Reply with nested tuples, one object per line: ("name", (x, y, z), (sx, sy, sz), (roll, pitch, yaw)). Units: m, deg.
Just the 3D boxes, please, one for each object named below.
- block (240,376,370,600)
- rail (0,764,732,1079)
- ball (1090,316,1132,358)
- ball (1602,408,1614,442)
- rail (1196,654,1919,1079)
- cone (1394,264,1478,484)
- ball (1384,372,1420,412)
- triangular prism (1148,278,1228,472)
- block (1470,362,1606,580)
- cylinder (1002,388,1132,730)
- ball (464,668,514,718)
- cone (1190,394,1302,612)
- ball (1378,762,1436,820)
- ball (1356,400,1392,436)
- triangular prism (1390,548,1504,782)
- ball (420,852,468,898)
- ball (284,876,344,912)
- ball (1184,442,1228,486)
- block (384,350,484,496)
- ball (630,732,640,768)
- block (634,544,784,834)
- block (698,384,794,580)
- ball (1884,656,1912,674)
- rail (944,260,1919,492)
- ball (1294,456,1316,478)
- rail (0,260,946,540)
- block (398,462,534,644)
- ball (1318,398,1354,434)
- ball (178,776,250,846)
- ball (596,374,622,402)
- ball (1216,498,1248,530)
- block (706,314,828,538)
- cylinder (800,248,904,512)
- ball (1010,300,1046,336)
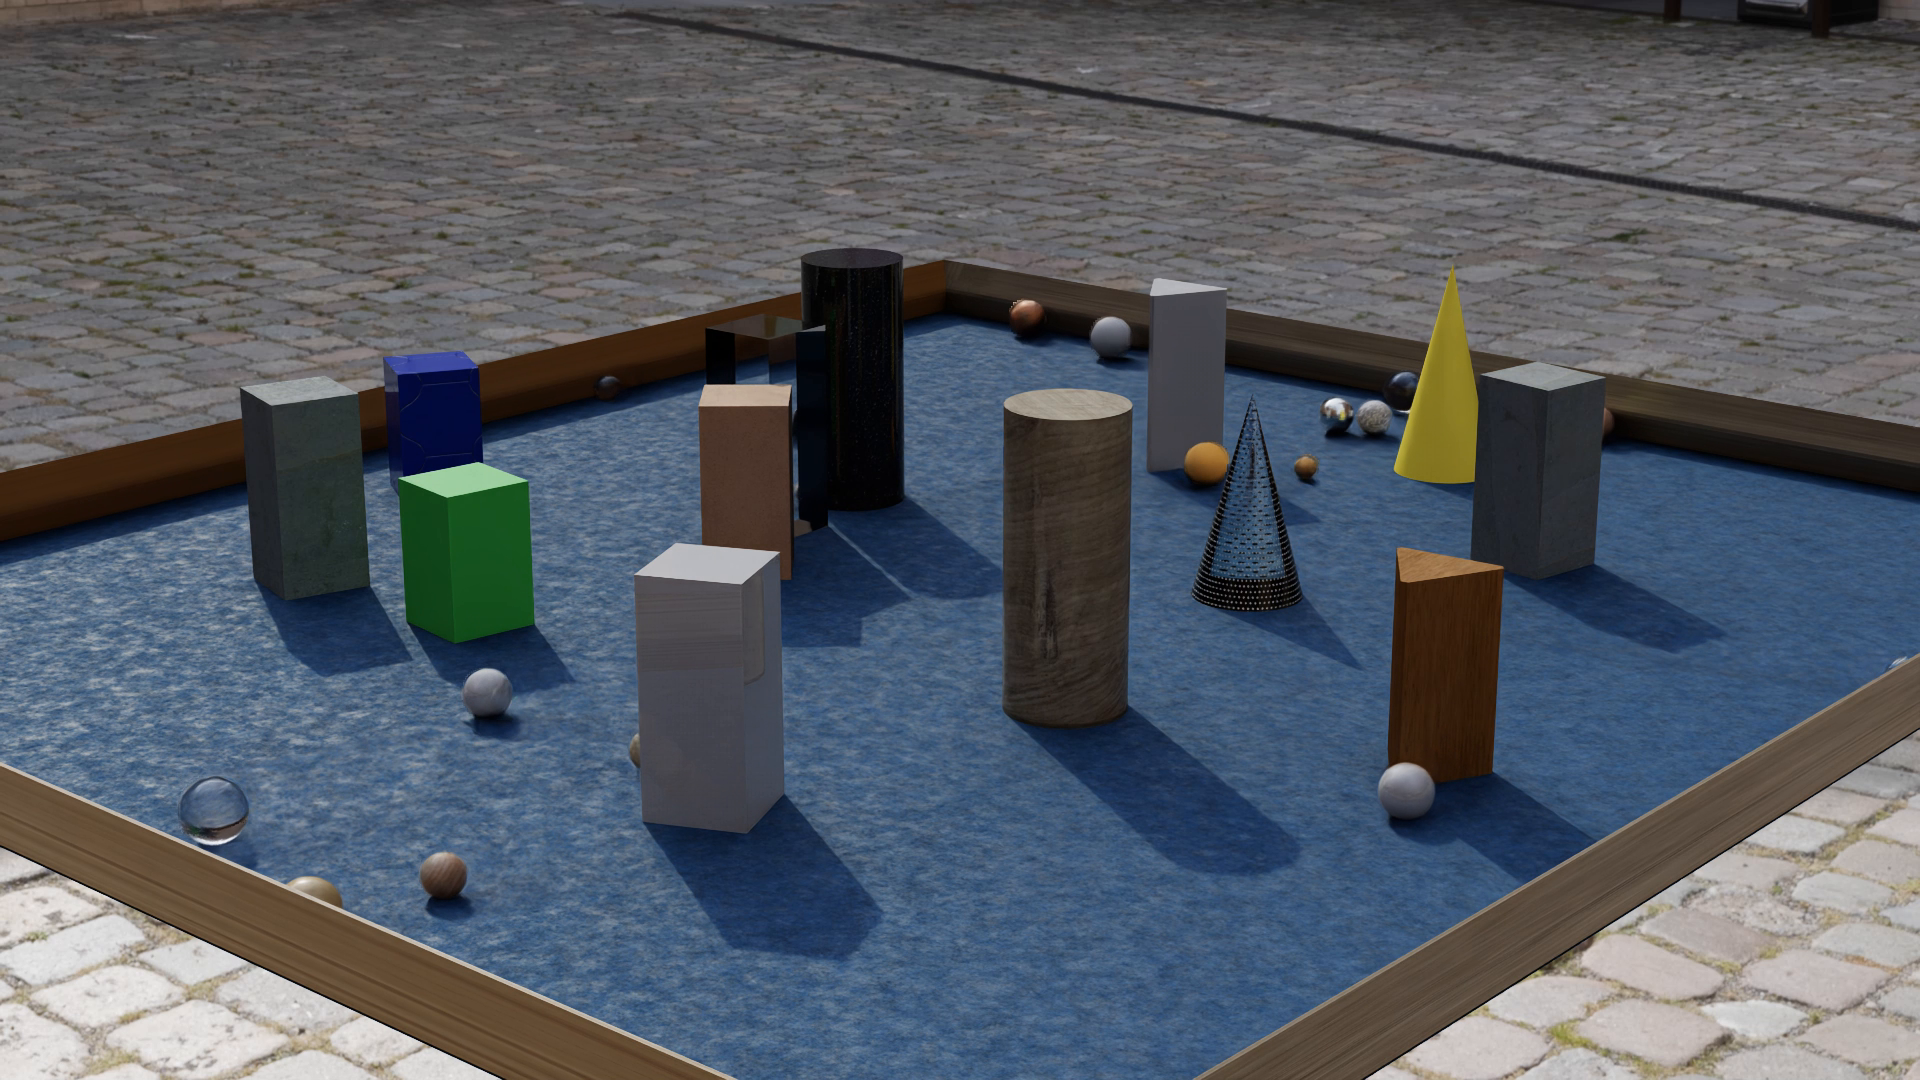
("block", (-1.151, -0.093, 5.153), (0.157, 0.349, 0.157), (-11, 20, -31))
("rail", (-1.119, 0.404, 3.886), (3.109, 0.127, 0.045), (14, 22, 39))
("ball", (0.354, -0.472, 6.846), (0.098, 0.098, 0.098), (0, 17, 0))
("ball", (1.328, -0.242, 6.120), (0.076, 0.076, 0.076), (0, 17, 0))
("rail", (1.156, 0.322, 4.159), (0.045, 0.127, 3.461), (14, 22, 39))
("cone", (0.974, -0.343, 5.855), (0.196, 0.423, 0.196), (0, 17, 0))
("ball", (0.965, -0.320, 6.358), (0.089, 0.089, 0.089), (0, 17, 0))
("triangular prism", (0.428, -0.339, 5.948), (0.170, 0.361, 0.147), (-7, 18, -22))
("block", (1.038, -0.126, 5.268), (0.157, 0.347, 0.157), (-13, 21, -37))
("cylinder", (0.164, 0.028, 4.512), (0.196, 0.488, 0.196), (0, 17, 0))
("ball", (-0.730, 0.236, 4.533), (0.077, 0.077, 0.077), (0, 17, 0))
("cone", (0.502, -0.079, 5.082), (0.196, 0.363, 0.196), (0, 17, 0))
("ball", (0.630, 0.354, 4.138), (0.080, 0.080, 0.080), (0, 17, 0))
("ball", (0.873, -0.257, 6.171), (0.075, 0.075, 0.075), (0, 17, 0))
("triangular prism", (0.677, 0.181, 4.302), (0.170, 0.316, 0.147), (-7, 18, -23))
("ball", (-0.682, 0.442, 3.875), (0.062, 0.062, 0.062), (0, 17, 0))
("ball", (-0.830, 0.472, 3.732), (0.088, 0.088, 0.088), (0, 17, 0))
("ball", (0.486, -0.150, 5.796), (0.087, 0.087, 0.087), (0, 17, 0))
("block", (-1.029, -0.221, 5.736), (0.157, 0.258, 0.157), (-6, 18, -20))
("ball", (-0.454, 0.309, 4.313), (0.065, 0.065, 0.065), (0, 17, 0))
("block", (-0.351, 0.207, 4.131), (0.157, 0.365, 0.157), (5, 17, 15))
("block", (-0.380, -0.104, 5.243), (0.157, 0.319, 0.157), (0, 17, -1))
("ball", (1.494, 0.213, 4.646), (0.056, 0.056, 0.056), (0, 17, 0))
("rail", (1.119, -0.340, 6.354), (3.109, 0.127, 0.045), (14, 22, 39))
("ball", (0.690, -0.144, 5.852), (0.044, 0.044, 0.044), (0, 17, 0))
("rail", (-1.156, -0.258, 6.081), (0.045, 0.127, 3.461), (14, 22, 39))
("block", (-0.832, 0.020, 4.947), (0.157, 0.253, 0.157), (-14, 22, -39))
("ball", (0.793, -0.262, 6.186), (0.076, 0.076, 0.076), (0, 17, 0))
("ball", (-1.029, 0.374, 4.045), (0.095, 0.095, 0.095), (0, 17, 0))
("ball", (-0.774, -0.335, 6.461), (0.058, 0.058, 0.058), (0, 17, 0))
("ball", (0.512, -0.049, 5.511), (0.058, 0.058, 0.058), (0, 17, 0))
("block", (-0.360, -0.209, 5.470), (0.157, 0.388, 0.157), (13, 21, 37))
("cylinder", (-0.206, -0.310, 5.658), (0.196, 0.474, 0.196), (0, 17, 0))
("ball", (0.164, -0.534, 7.070), (0.087, 0.087, 0.087), (0, 17, 0))
